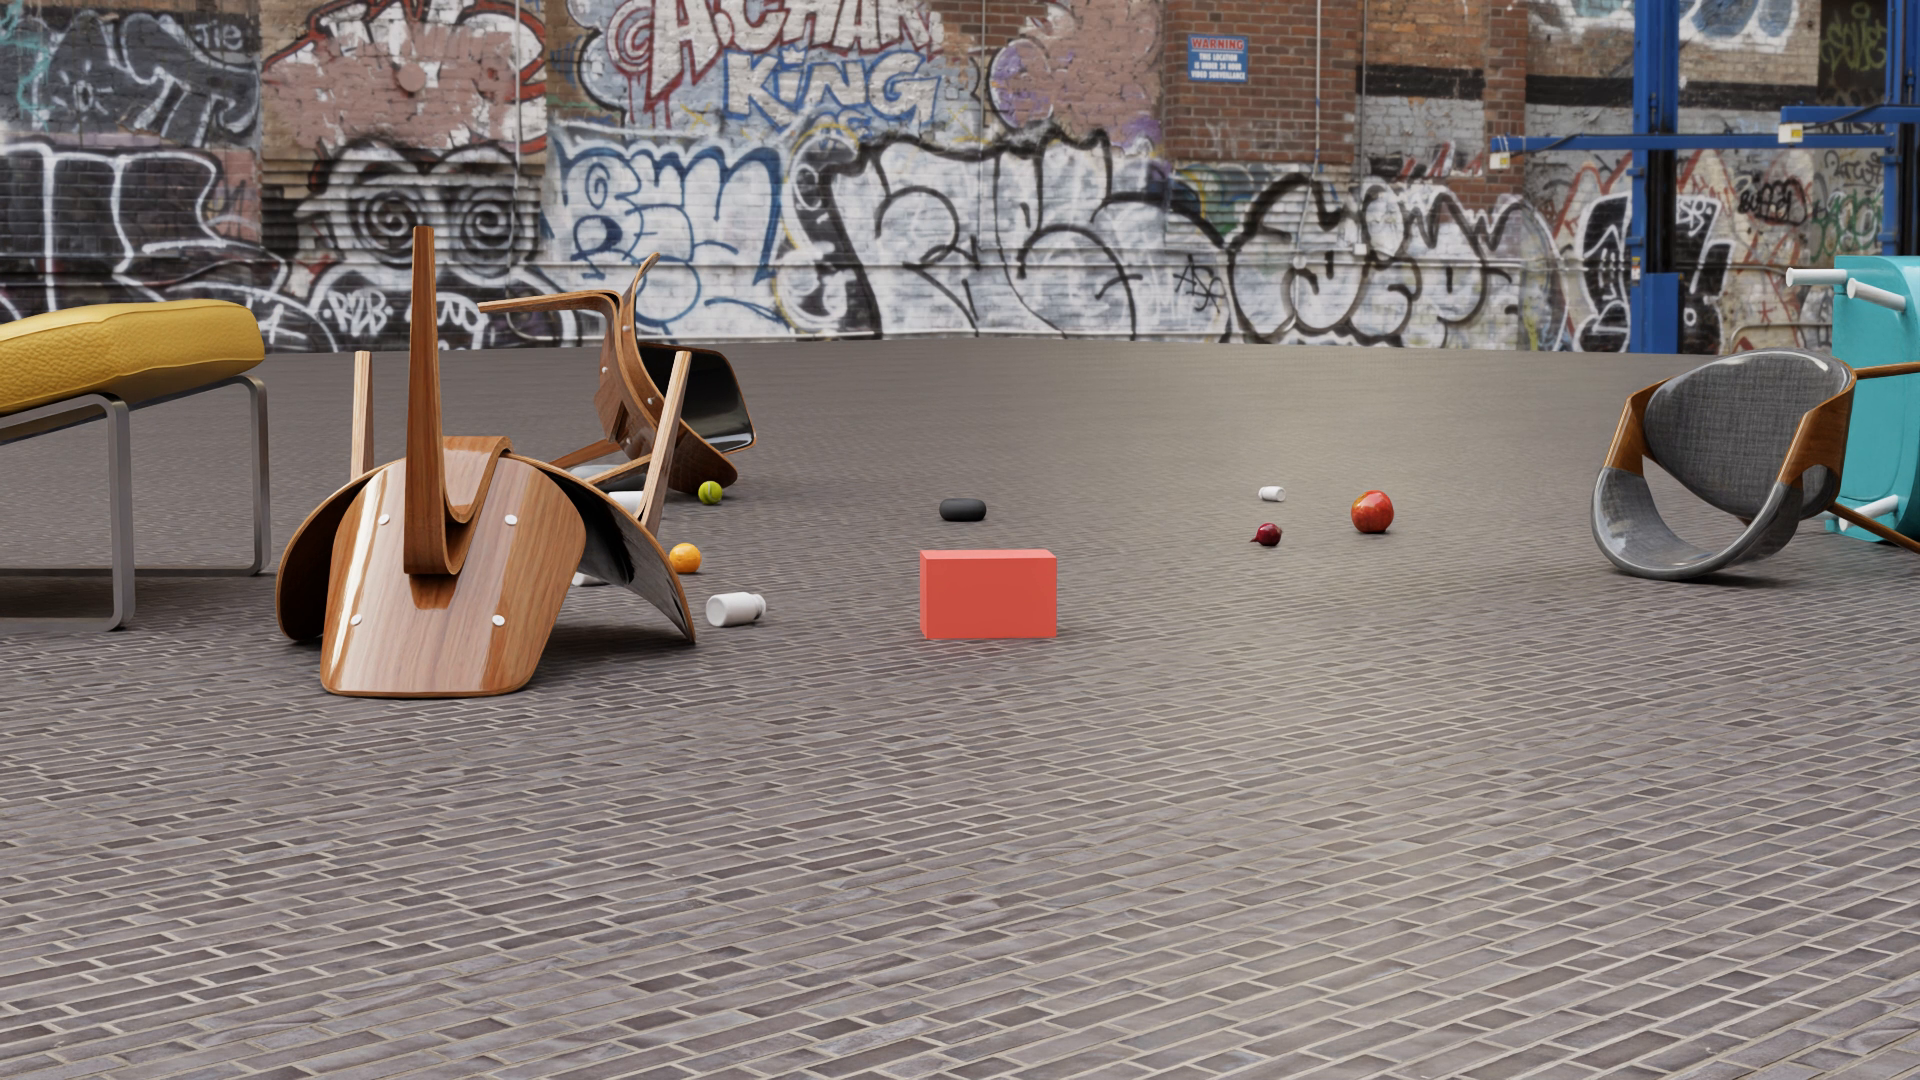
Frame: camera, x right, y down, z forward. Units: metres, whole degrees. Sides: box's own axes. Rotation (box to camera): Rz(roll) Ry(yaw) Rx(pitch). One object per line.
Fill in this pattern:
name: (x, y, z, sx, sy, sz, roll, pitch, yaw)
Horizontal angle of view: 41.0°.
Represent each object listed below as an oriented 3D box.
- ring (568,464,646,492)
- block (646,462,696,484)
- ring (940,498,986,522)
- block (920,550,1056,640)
ring: (-1.088, -0.190, 7.912, 0.271, 0.072, 0.217, 5, 9, 44)
block: (-0.928, -0.217, 8.247, 0.107, 0.055, 0.121, -5, 7, -38)
ring: (0.008, -0.082, 6.944, 0.124, 0.055, 0.137, 6, 7, 33)
block: (0.051, 0.099, 4.740, 0.238, 0.146, 0.145, -1, 6, -5)
